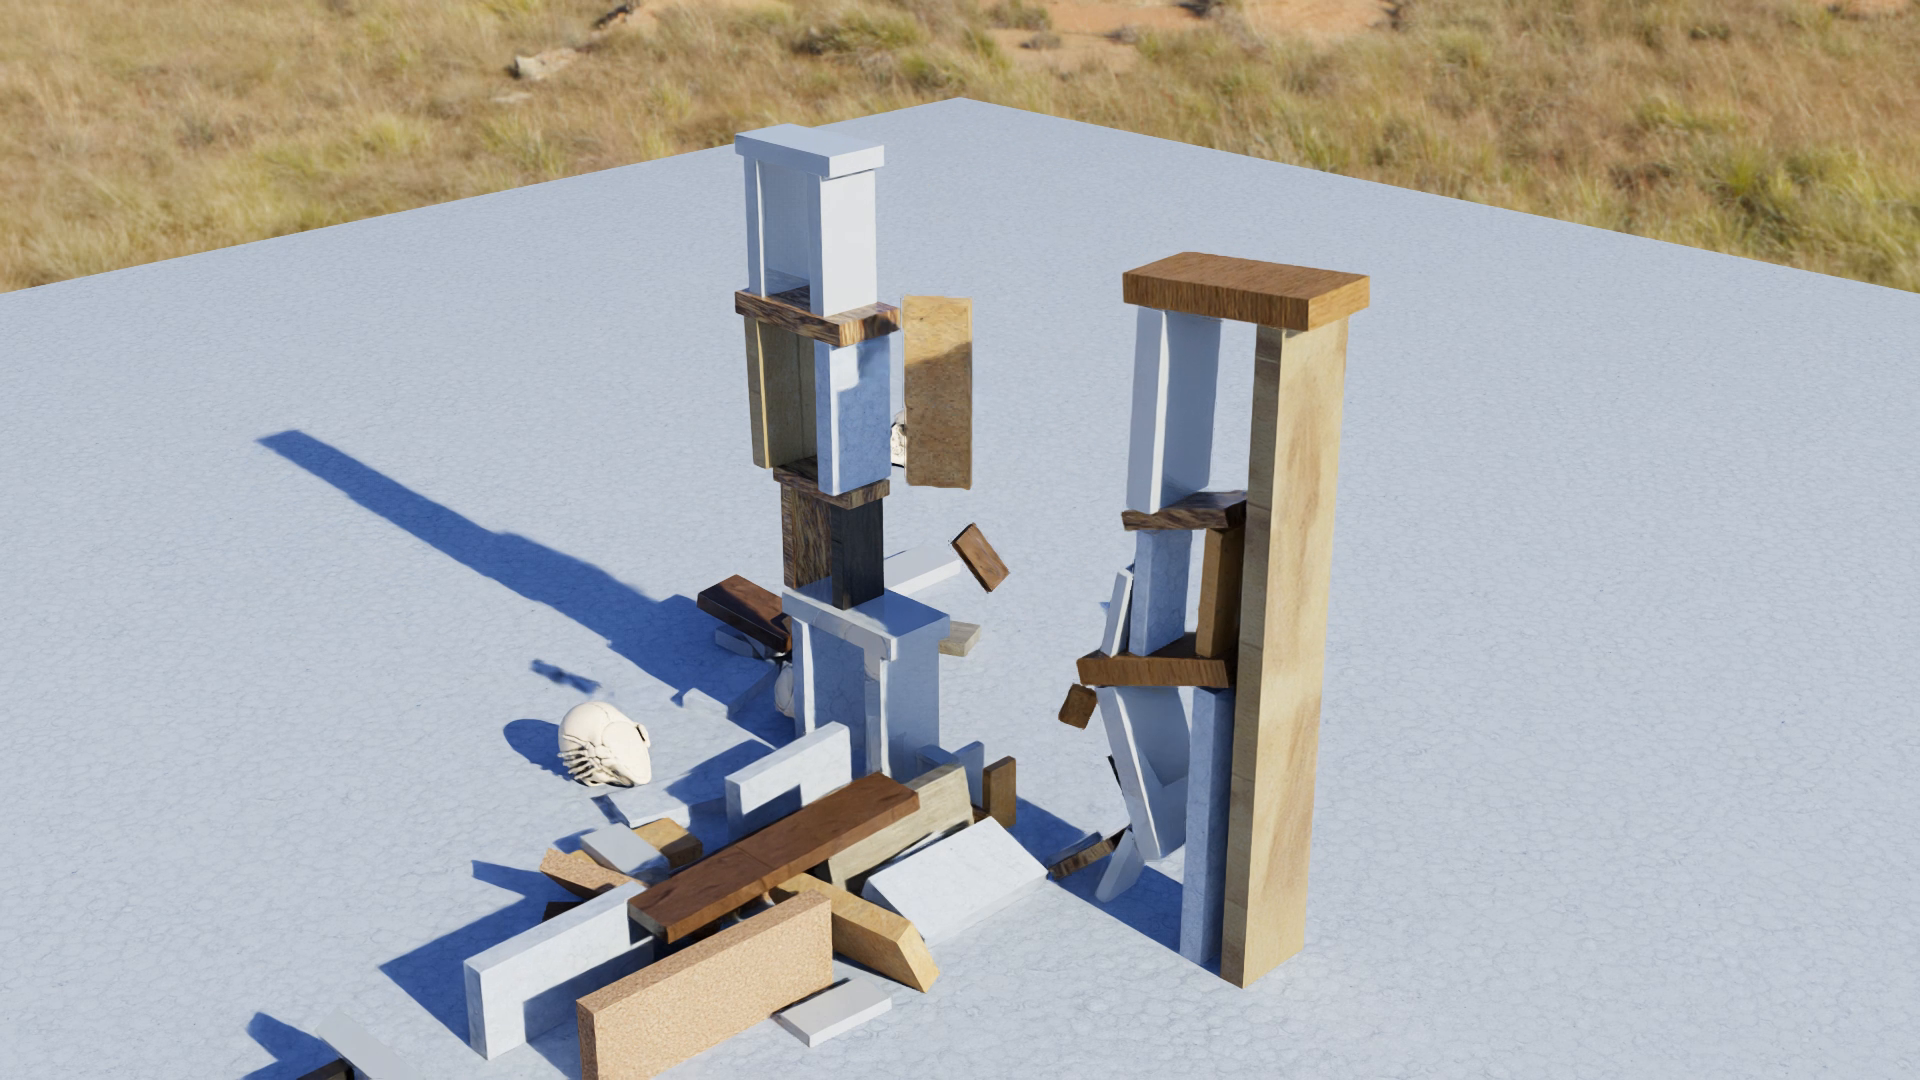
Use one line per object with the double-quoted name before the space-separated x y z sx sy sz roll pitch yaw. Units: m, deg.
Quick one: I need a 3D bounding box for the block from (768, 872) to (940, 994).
"block" -0.199 0.688 3.926 0.327 0.163 0.046 18 56 35

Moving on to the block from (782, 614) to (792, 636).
"block" -0.283 0.183 5.099 0.038 0.133 0.266 -35 -2 43

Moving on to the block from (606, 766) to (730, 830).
"block" -0.577 0.529 4.469 0.249 0.035 0.125 -12 26 -27

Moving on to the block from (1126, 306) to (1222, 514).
"block" 0.362 -0.238 3.708 0.050 0.356 0.178 20 29 35

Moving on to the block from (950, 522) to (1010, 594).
"block" 0.035 0.031 3.768 0.016 0.110 0.055 -21 19 51

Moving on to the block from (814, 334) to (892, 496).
"block" -0.210 -0.259 4.342 0.157 0.314 0.044 -21 31 -41

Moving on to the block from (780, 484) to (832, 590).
"block" -0.315 -0.023 4.563 0.114 0.228 0.032 -21 30 -40

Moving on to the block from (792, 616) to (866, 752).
"block" -0.268 0.299 4.636 0.164 0.329 0.047 -15 27 -31

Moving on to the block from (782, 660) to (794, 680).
"block" -0.327 0.288 5.056 0.148 0.021 0.074 -12 26 -27

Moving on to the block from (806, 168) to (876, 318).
"block" -0.226 -0.580 4.229 0.138 0.276 0.039 -21 31 -40

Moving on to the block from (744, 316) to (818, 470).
"block" -0.354 -0.315 4.477 0.157 0.314 0.044 -19 27 -37

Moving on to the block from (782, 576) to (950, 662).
"block" -0.195 0.151 4.505 0.329 0.047 0.164 21 31 41

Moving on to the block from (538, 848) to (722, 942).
"block" -0.603 0.652 4.017 0.310 0.155 0.044 15 69 24

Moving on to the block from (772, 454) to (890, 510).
"block" -0.262 -0.121 4.462 0.228 0.032 0.114 21 31 40

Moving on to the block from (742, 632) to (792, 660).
"block" -0.378 0.214 5.134 0.229 0.032 0.114 -10 34 -29

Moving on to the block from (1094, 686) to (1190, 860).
"block" 0.355 0.395 4.002 0.047 0.332 0.166 -6 13 45

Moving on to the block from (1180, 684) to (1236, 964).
"block" 0.474 0.484 3.920 0.047 0.546 0.166 21 31 39

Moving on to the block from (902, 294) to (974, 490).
"block" -0.041 -0.280 4.216 0.125 0.388 0.035 4 30 8

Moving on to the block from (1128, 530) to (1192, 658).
"block" 0.352 0.078 3.850 0.033 0.234 0.117 22 31 37

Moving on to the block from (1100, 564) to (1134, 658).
"block" 0.298 0.118 3.875 0.024 0.169 0.085 31 38 31

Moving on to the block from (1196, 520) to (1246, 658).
"block" 0.458 0.074 3.737 0.033 0.234 0.117 23 32 38

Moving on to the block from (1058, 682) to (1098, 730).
"block" 0.221 0.308 4.075 0.055 0.110 0.016 19 52 -1

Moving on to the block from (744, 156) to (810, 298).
"block" -0.357 -0.631 4.349 0.138 0.276 0.039 -21 31 -40

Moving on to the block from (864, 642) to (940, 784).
"block" -0.117 0.353 4.509 0.047 0.328 0.164 21 31 41

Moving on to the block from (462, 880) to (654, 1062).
"block" -0.686 0.739 3.793 0.050 0.177 0.354 22 31 40

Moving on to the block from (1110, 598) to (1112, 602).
"block" 0.444 0.164 5.348 0.148 0.021 0.074 -3 23 -7

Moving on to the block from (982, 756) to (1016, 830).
"block" 0.078 0.510 4.367 0.021 0.149 0.075 21 30 40

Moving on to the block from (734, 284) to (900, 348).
"block" -0.284 -0.453 4.341 0.157 0.044 0.314 -21 31 -40

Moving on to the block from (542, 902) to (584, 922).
"block" -0.724 0.723 4.024 0.091 0.026 0.182 0 23 0

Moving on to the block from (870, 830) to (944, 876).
"block" -0.082 0.627 4.170 0.169 0.024 0.085 -27 79 -39

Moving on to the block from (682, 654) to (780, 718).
"block" -0.513 0.328 4.945 0.114 0.032 0.229 10 25 23

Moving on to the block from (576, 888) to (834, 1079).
"block" -0.423 0.766 3.728 0.495 0.177 0.050 -20 30 -39

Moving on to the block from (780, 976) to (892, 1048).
"block" -0.214 0.816 3.807 0.175 0.024 0.085 -18 29 -36

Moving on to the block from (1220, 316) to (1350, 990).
"block" 0.545 0.203 3.724 0.050 1.216 0.178 21 31 40

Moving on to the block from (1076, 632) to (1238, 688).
"block" 0.386 0.209 3.883 0.332 0.047 0.166 -3 14 45

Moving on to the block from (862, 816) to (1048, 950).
"block" -0.008 0.642 4.113 0.327 0.046 0.163 -21 52 -41

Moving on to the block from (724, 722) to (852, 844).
"block" -0.340 0.493 4.400 0.044 0.155 0.310 16 28 37

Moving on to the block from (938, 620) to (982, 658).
"block" -0.077 0.222 5.196 0.229 0.032 0.114 8 24 19

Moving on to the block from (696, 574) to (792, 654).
"block" -0.469 0.170 5.118 0.266 0.038 0.133 26 34 29

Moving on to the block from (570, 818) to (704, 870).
"block" -0.638 0.616 4.263 0.249 0.035 0.125 -17 29 -35

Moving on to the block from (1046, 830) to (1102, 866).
"block" 0.220 0.596 4.248 0.055 0.016 0.110 -25 -8 -45

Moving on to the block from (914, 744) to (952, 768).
"block" -0.043 0.442 4.463 0.094 0.013 0.047 21 31 41

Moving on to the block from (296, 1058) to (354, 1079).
"block" -1.061 0.919 3.440 0.243 0.122 0.034 -21 31 -40

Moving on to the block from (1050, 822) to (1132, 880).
"block" 0.262 0.590 4.188 0.094 0.027 0.187 -25 -8 -44

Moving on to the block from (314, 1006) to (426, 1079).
"block" -0.864 0.877 3.462 0.354 0.177 0.050 22 58 41

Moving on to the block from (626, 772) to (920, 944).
"block" -0.327 0.564 3.963 0.581 0.033 0.117 -24 33 -37

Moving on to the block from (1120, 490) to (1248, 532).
"block" 0.400 -0.050 3.733 0.117 0.033 0.234 -22 14 -40

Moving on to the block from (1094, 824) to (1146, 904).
"block" 0.320 0.593 4.128 0.027 0.187 0.094 39 40 24

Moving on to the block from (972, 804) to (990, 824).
"block" -0.007 0.551 4.367 0.149 0.075 0.021 17 27 35

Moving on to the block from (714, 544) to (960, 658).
"block" -0.288 0.145 5.370 0.133 0.038 0.697 20 30 39

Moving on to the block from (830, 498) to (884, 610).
"block" -0.208 0.019 4.464 0.032 0.228 0.114 21 31 40

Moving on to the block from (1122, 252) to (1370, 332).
"block" 0.459 -0.404 3.550 0.356 0.050 0.178 14 26 39

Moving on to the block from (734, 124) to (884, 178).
"block" -0.291 -0.750 4.227 0.138 0.039 0.276 -21 31 -40

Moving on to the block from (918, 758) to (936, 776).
"block" -0.066 0.482 4.504 0.013 0.094 0.047 21 31 41

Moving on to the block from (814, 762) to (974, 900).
"block" -0.124 0.569 4.203 0.370 0.163 0.046 -22 18 -41

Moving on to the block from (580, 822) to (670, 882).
"block" -0.643 0.603 4.217 0.091 0.026 0.182 -17 28 -35

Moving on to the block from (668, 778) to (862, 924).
"block" -0.319 0.599 4.292 0.155 0.044 0.514 20 30 39

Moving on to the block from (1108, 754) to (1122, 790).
"block" 0.346 0.467 4.063 0.094 0.187 0.027 -23 1 -44

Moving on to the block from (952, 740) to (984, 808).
"block" 0.015 0.485 4.426 0.021 0.149 0.075 21 31 39
